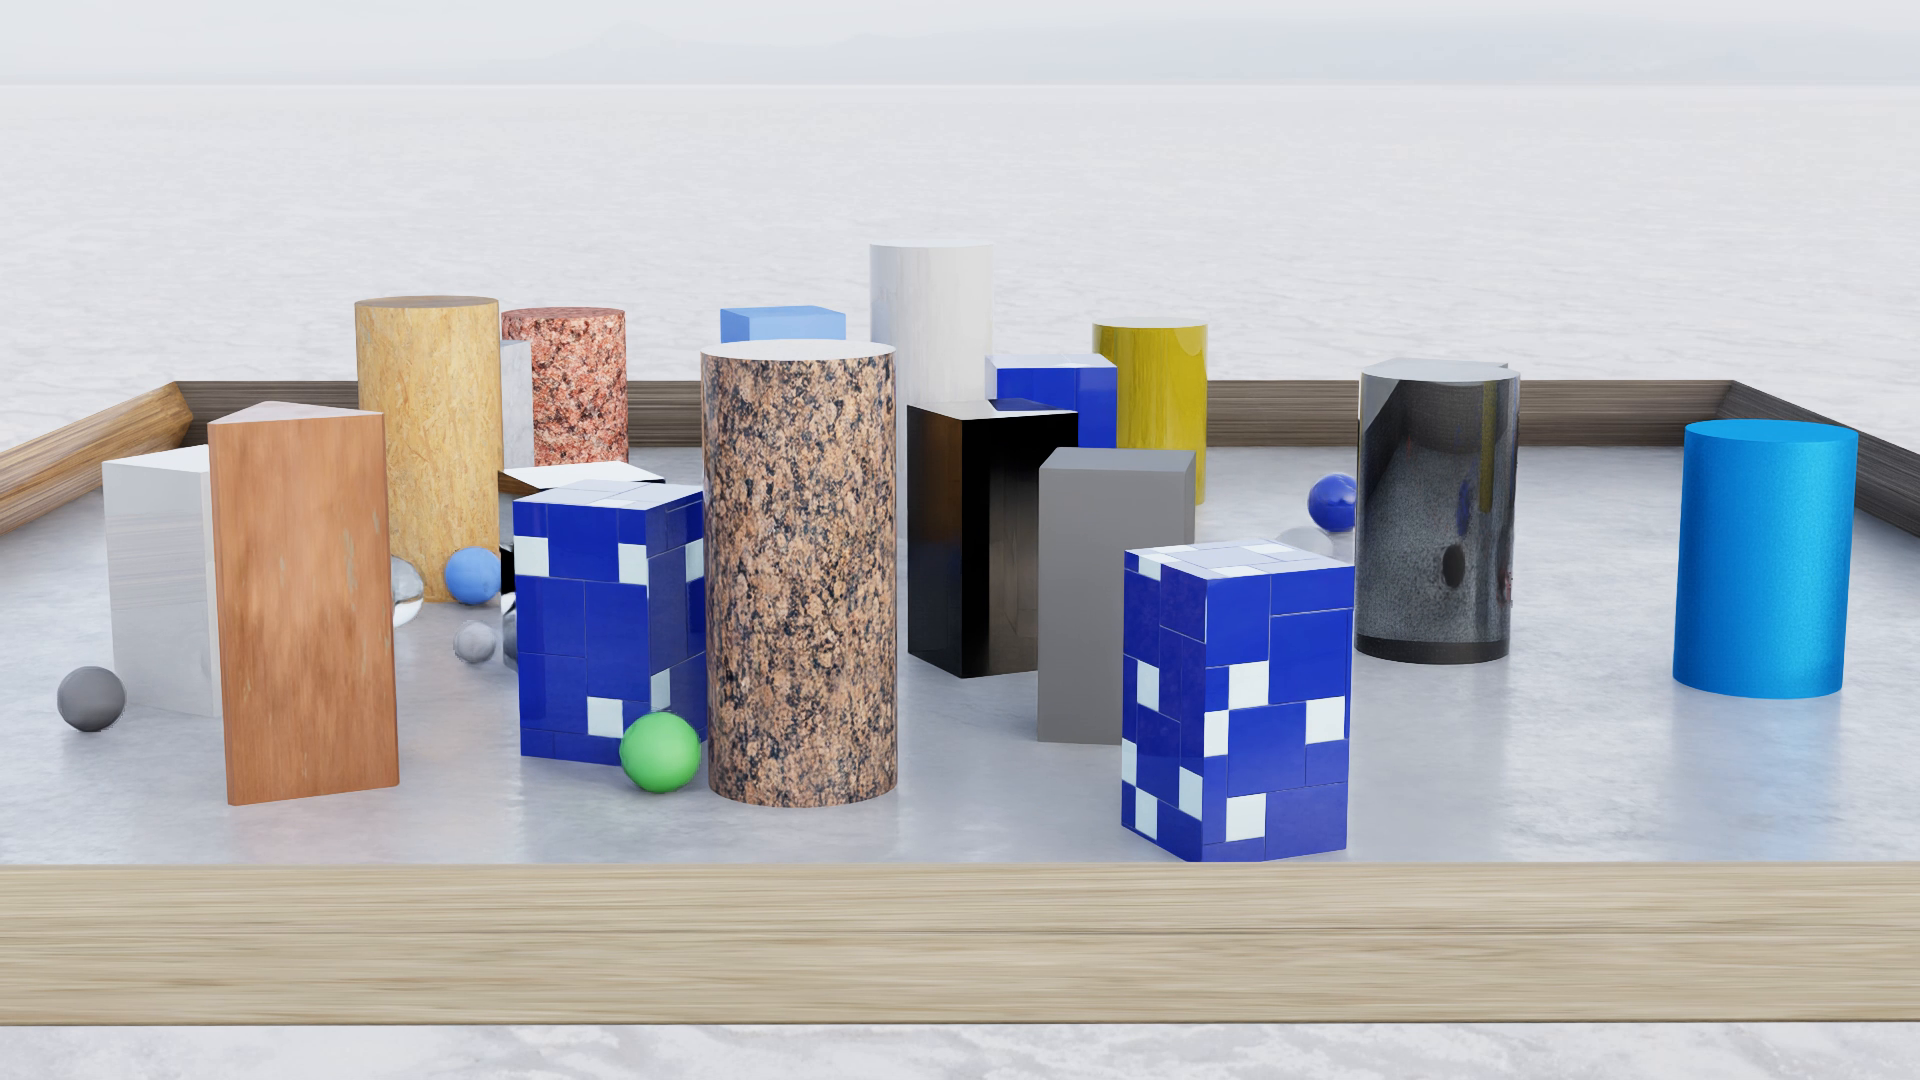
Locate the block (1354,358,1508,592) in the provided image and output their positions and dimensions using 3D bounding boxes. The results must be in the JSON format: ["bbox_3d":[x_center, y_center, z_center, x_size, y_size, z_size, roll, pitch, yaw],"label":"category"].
[{"bbox_3d":[0.635,-0.071,3.459,0.156,0.329,0.156,5,12,27],"label":"block"}]

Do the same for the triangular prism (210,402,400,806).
[{"bbox_3d":[-0.682,0.057,2.620,0.169,0.383,0.146,-5,12,-26],"label":"triangular prism"}]

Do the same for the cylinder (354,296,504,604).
[{"bbox_3d":[-0.734,-0.130,3.571,0.195,0.404,0.195,0,11,0],"label":"cylinder"}]

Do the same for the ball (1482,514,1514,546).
[{"bbox_3d":[0.824,-0.014,3.922,0.048,0.048,0.048,0,11,0],"label":"ball"}]

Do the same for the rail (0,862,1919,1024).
[{"bbox_3d":[0.009,0.305,1.982,2.997,0.127,0.045,0,11,0],"label":"rail"}]

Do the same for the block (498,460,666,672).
[{"bbox_3d":[-0.455,0.040,3.099,0.156,0.242,0.156,-6,12,-27],"label":"block"}]

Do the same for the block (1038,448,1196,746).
[{"bbox_3d":[0.174,0.060,2.829,0.156,0.301,0.156,2,11,9],"label":"block"}]

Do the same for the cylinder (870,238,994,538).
[{"bbox_3d":[-0.044,-0.240,4.033,0.195,0.452,0.195,0,11,0],"label":"cylinder"}]

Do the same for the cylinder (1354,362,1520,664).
[{"bbox_3d":[0.596,-0.036,3.214,0.195,0.350,0.195,0,11,0],"label":"cylinder"}]

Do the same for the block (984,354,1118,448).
[{"bbox_3d":[0.118,-0.068,3.409,0.156,0.341,0.156,-1,11,-5],"label":"block"}]

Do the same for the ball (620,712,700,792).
[{"bbox_3d":[-0.304,0.215,2.599,0.081,0.081,0.081,0,11,0],"label":"ball"}]

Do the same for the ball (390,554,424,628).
[{"bbox_3d":[-0.749,0.068,3.346,0.097,0.097,0.097,0,11,0],"label":"ball"}]

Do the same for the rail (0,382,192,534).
[{"bbox_3d":[-1.475,0.034,3.441,0.045,0.127,3.031,0,11,0],"label":"rail"}]

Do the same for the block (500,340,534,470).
[{"bbox_3d":[-0.738,-0.131,3.810,0.156,0.319,0.156,3,11,16],"label":"block"}]

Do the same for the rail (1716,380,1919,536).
[{"bbox_3d":[1.475,0.031,3.457,0.045,0.127,3.031,0,11,0],"label":"rail"}]

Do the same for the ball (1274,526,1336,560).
[{"bbox_3d":[0.471,0.029,3.536,0.096,0.096,0.096,0,11,0],"label":"ball"}]

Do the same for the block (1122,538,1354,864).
[{"bbox_3d":[0.260,0.150,2.425,0.156,0.271,0.156,-5,12,-24],"label":"block"}]

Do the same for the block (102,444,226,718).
[{"bbox_3d":[-0.871,0.044,2.975,0.156,0.280,0.156,6,12,29],"label":"block"}]

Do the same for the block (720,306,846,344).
[{"bbox_3d":[-0.278,-0.189,4.050,0.156,0.345,0.156,-4,11,-21],"label":"block"}]

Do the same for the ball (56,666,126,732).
[{"bbox_3d":[-0.961,0.175,2.835,0.073,0.073,0.073,0,11,0],"label":"ball"}]

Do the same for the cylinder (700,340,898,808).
[{"bbox_3d":[-0.161,0.029,2.600,0.195,0.446,0.195,0,11,0],"label":"cylinder"}]

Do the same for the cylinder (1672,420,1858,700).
[{"bbox_3d":[0.955,0.019,3.049,0.195,0.301,0.195,0,11,0],"label":"cylinder"}]

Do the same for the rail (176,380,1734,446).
[{"bbox_3d":[-0.009,-0.240,4.916,2.997,0.127,0.045,0,11,0],"label":"rail"}]

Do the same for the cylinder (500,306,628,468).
[{"bbox_3d":[-0.628,-0.194,4.093,0.195,0.339,0.195,0,11,0],"label":"cylinder"}]

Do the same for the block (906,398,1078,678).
[{"bbox_3d":[0.039,-0.006,3.152,0.156,0.313,0.156,-5,12,-25],"label":"block"}]

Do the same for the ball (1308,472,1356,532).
[{"bbox_3d":[0.594,-0.059,4.035,0.095,0.095,0.095,0,11,0],"label":"ball"}]

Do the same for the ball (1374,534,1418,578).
[{"bbox_3d":[0.625,0.023,3.684,0.062,0.062,0.062,0,11,0],"label":"ball"}]

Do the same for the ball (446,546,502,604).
[{"bbox_3d":[-0.660,0.048,3.486,0.079,0.079,0.079,0,11,0],"label":"ball"}]

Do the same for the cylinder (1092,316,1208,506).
[{"bbox_3d":[0.318,-0.216,4.317,0.195,0.301,0.195,0,11,0],"label":"cylinder"}]

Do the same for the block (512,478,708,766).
[{"bbox_3d":[-0.368,0.086,2.757,0.156,0.276,0.156,4,11,21],"label":"block"}]

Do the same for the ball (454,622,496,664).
[{"bbox_3d":[-0.596,0.126,3.157,0.051,0.051,0.051,0,11,0],"label":"ball"}]
